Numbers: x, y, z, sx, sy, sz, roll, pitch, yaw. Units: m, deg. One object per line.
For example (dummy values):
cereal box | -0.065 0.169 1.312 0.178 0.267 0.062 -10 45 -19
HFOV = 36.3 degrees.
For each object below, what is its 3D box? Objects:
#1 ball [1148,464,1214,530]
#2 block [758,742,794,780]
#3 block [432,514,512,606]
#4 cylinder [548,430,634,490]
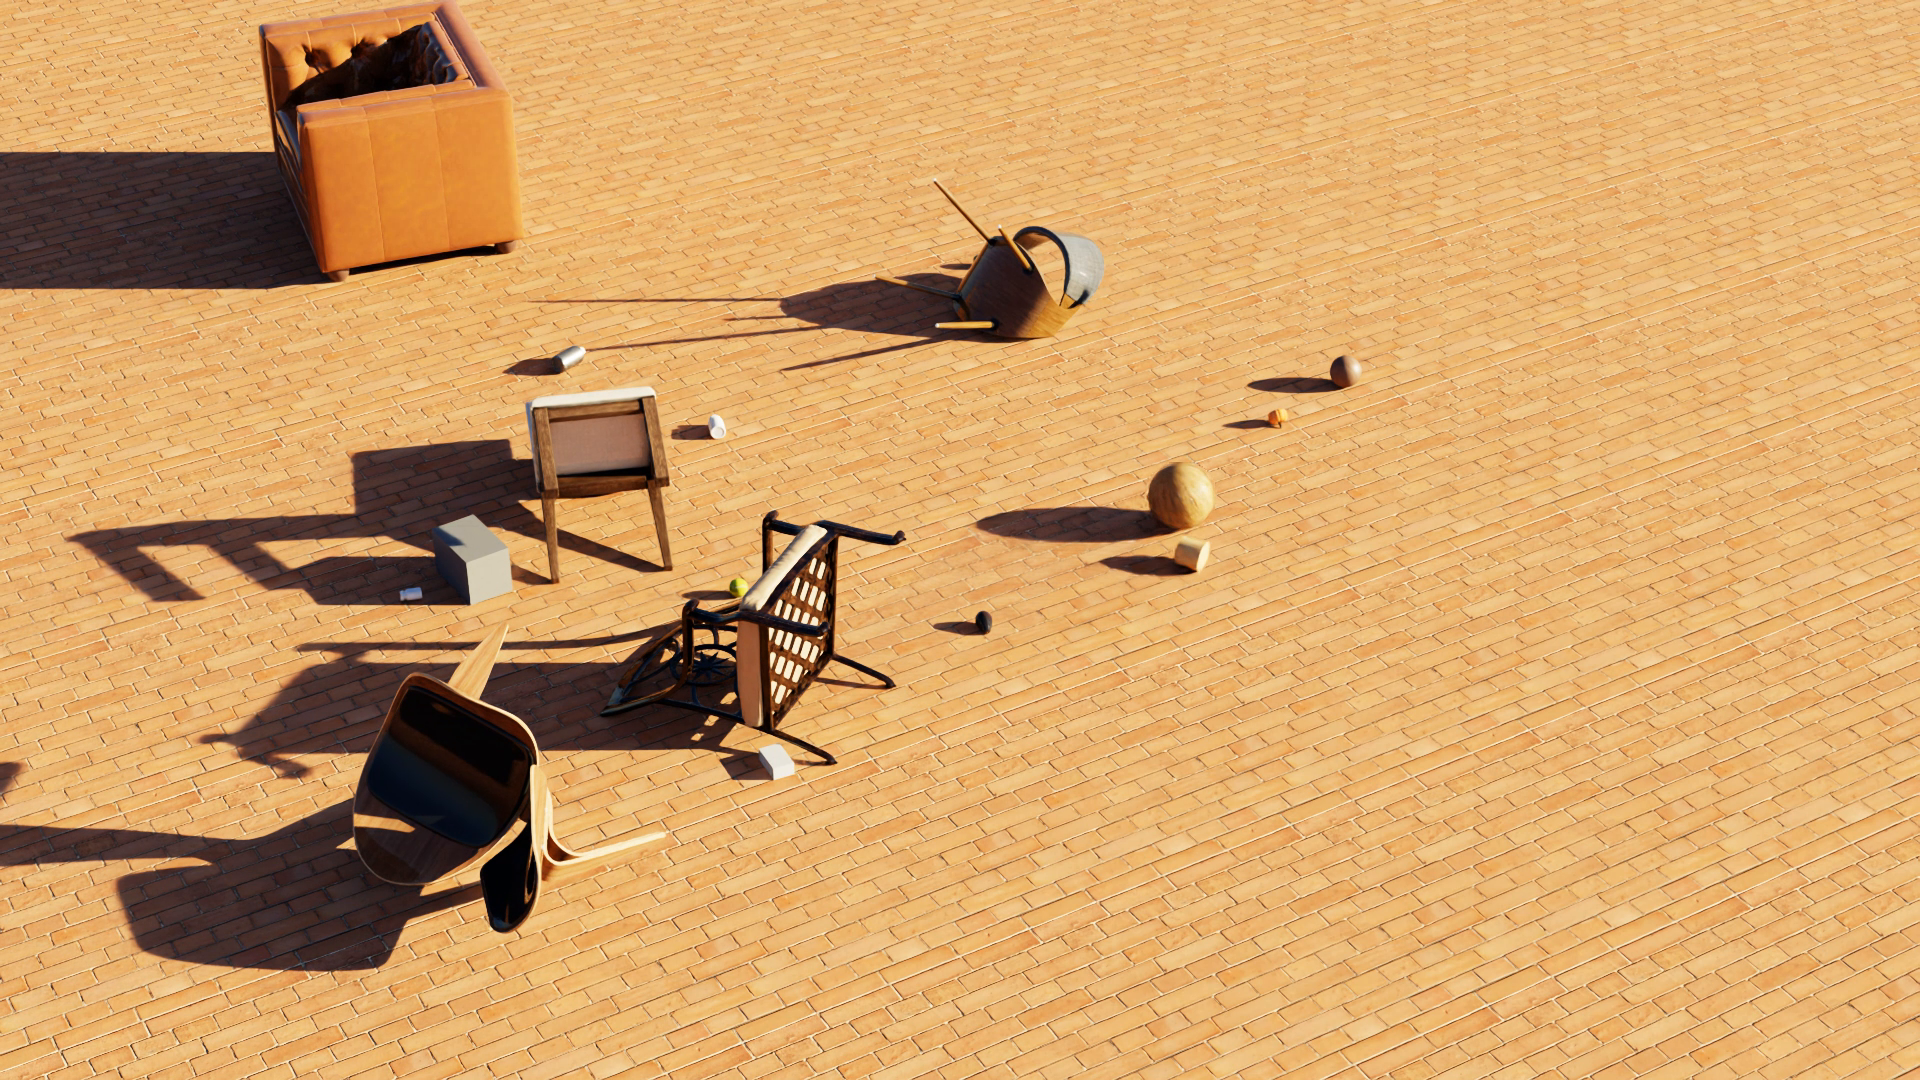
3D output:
ball | 0.825 -0.162 10.964 0.249 0.249 0.249 0 33 0
block | -0.612 0.738 9.782 0.074 0.047 0.124 -15 36 -22
block | -1.775 0.071 10.668 0.170 0.185 0.271 -21 39 -29
cylinder | -1.411 -0.307 11.251 0.313 0.174 0.300 -2 36 -3
